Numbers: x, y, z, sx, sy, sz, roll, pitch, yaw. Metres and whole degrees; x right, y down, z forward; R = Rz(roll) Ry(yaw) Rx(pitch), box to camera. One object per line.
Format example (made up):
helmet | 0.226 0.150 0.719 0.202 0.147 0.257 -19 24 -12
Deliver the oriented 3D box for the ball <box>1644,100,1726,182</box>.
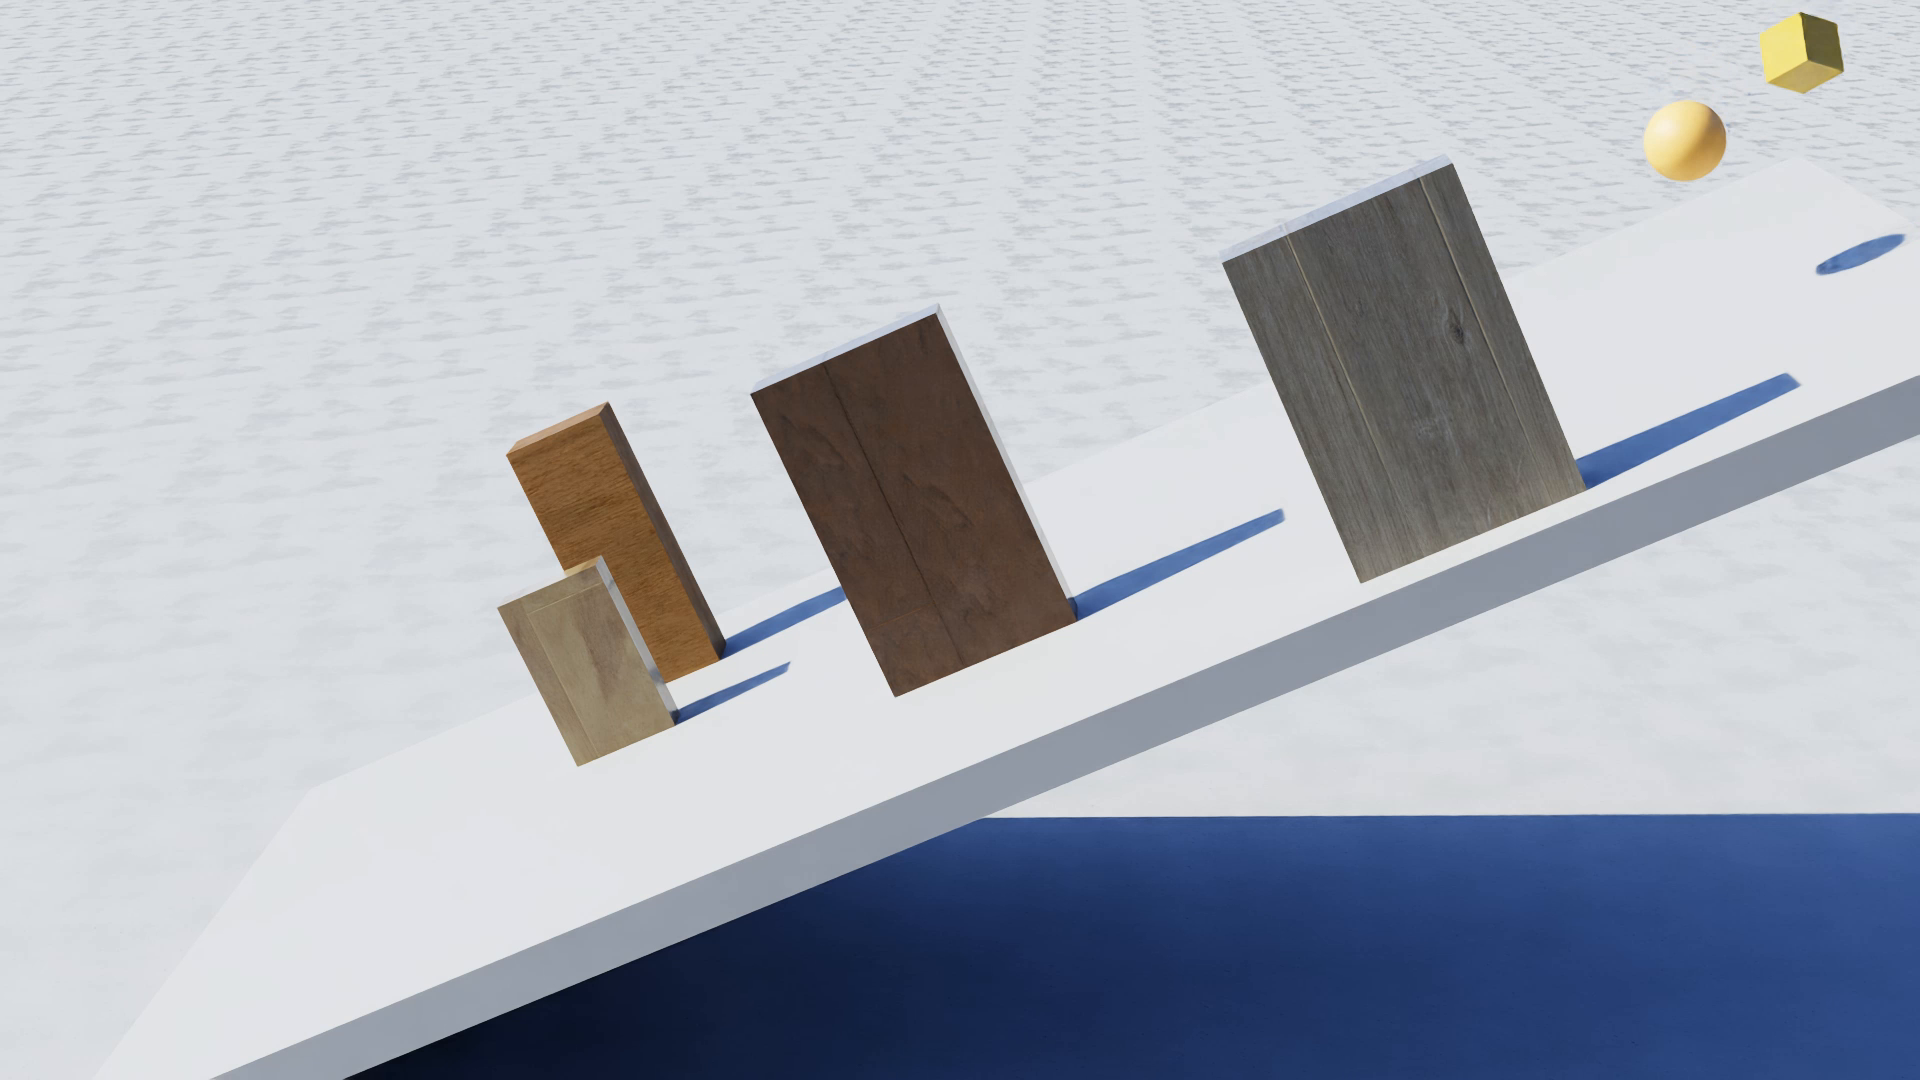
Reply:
ball | 1.434 -0.789 5.818 0.160 0.160 0.160 0 15 0

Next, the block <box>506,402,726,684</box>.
block | -0.803 0.025 6.911 0.240 0.648 0.141 -23 13 8

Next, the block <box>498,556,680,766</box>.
block | -0.822 0.269 6.523 0.243 0.404 0.084 -23 13 8

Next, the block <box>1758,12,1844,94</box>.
block | 1.779 -1.030 6.219 0.114 0.114 0.114 9 -22 -32

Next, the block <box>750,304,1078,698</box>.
block | -0.087 -0.076 5.897 0.403 0.687 0.109 -23 13 8

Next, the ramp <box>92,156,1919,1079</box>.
ramp | 0.133 0.170 6.284 4.000 0.100 2.000 -23 13 8

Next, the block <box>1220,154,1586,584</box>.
block | 0.793 -0.304 5.273 0.435 0.641 0.122 -23 13 8
